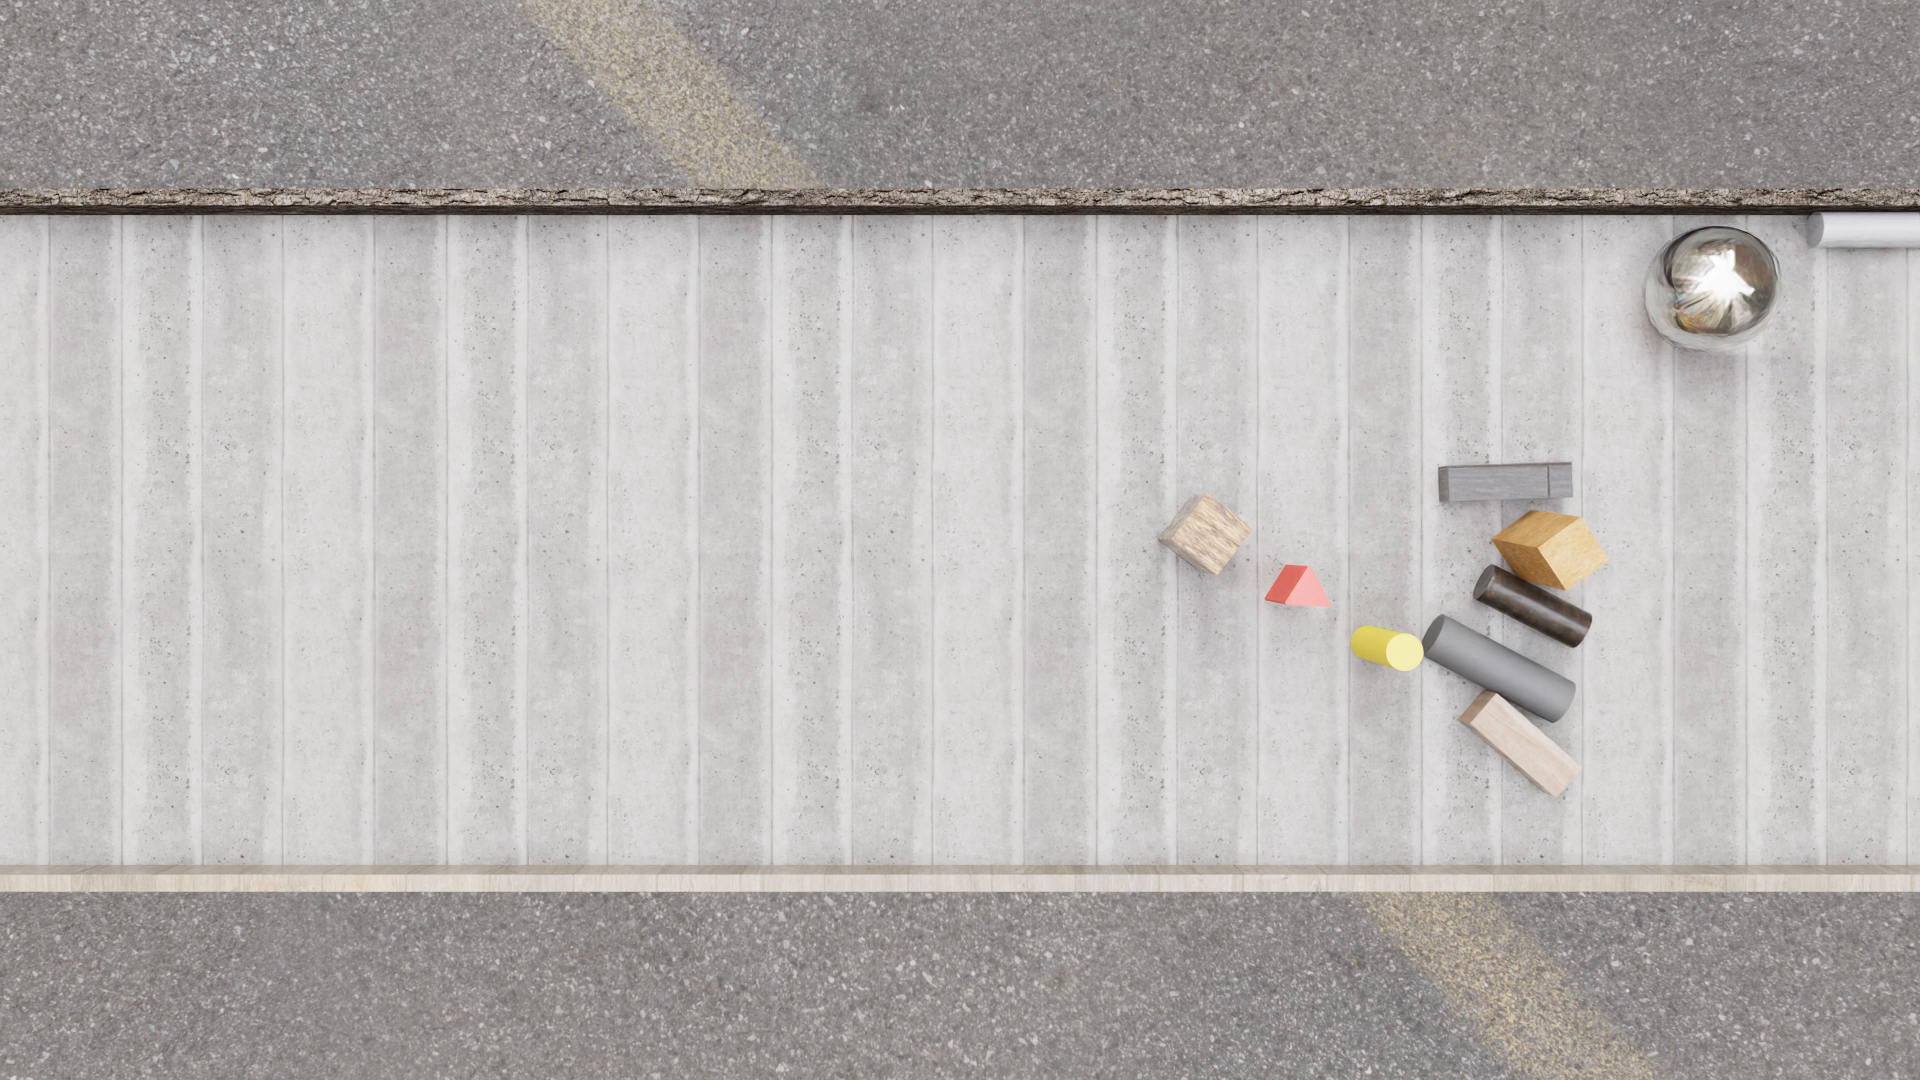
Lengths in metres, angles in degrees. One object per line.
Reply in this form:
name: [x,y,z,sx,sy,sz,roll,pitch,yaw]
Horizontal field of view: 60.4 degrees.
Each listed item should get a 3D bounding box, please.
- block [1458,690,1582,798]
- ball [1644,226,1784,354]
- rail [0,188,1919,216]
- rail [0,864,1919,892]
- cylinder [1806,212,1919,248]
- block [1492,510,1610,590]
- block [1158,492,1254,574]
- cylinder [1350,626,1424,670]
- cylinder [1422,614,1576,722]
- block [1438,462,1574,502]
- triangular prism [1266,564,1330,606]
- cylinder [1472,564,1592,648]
block: [1.702,0.617,5.016,0.342,0.122,0.122,41,90,0]
ball: [2.232,-0.741,4.889,0.375,0.375,0.375,0,90,0]
rail: [-2.247,-1.025,5.002,12.000,0.150,0.050,0,90,0]
rail: [-2.247,1.025,5.001,12.000,0.150,0.050,0,90,0]
cylinder: [2.776,-0.946,5.022,0.346,0.109,0.109,0,90,0]
block: [1.745,0.027,4.892,0.153,0.357,0.153,-35,95,0]
block: [0.724,-0.018,4.906,0.168,0.341,0.168,38,90,0]
cylinder: [1.255,0.317,4.866,0.105,0.421,0.105,0,90,0]
cylinder: [1.630,0.390,5.006,0.446,0.141,0.141,28,90,0]
block: [1.659,-0.176,5.022,0.373,0.108,0.108,-2,90,0]
triangular prism: [1.005,0.130,4.913,0.129,0.327,0.112,3,90,0]
cylinder: [1.740,0.201,5.017,0.331,0.120,0.120,27,90,0]
